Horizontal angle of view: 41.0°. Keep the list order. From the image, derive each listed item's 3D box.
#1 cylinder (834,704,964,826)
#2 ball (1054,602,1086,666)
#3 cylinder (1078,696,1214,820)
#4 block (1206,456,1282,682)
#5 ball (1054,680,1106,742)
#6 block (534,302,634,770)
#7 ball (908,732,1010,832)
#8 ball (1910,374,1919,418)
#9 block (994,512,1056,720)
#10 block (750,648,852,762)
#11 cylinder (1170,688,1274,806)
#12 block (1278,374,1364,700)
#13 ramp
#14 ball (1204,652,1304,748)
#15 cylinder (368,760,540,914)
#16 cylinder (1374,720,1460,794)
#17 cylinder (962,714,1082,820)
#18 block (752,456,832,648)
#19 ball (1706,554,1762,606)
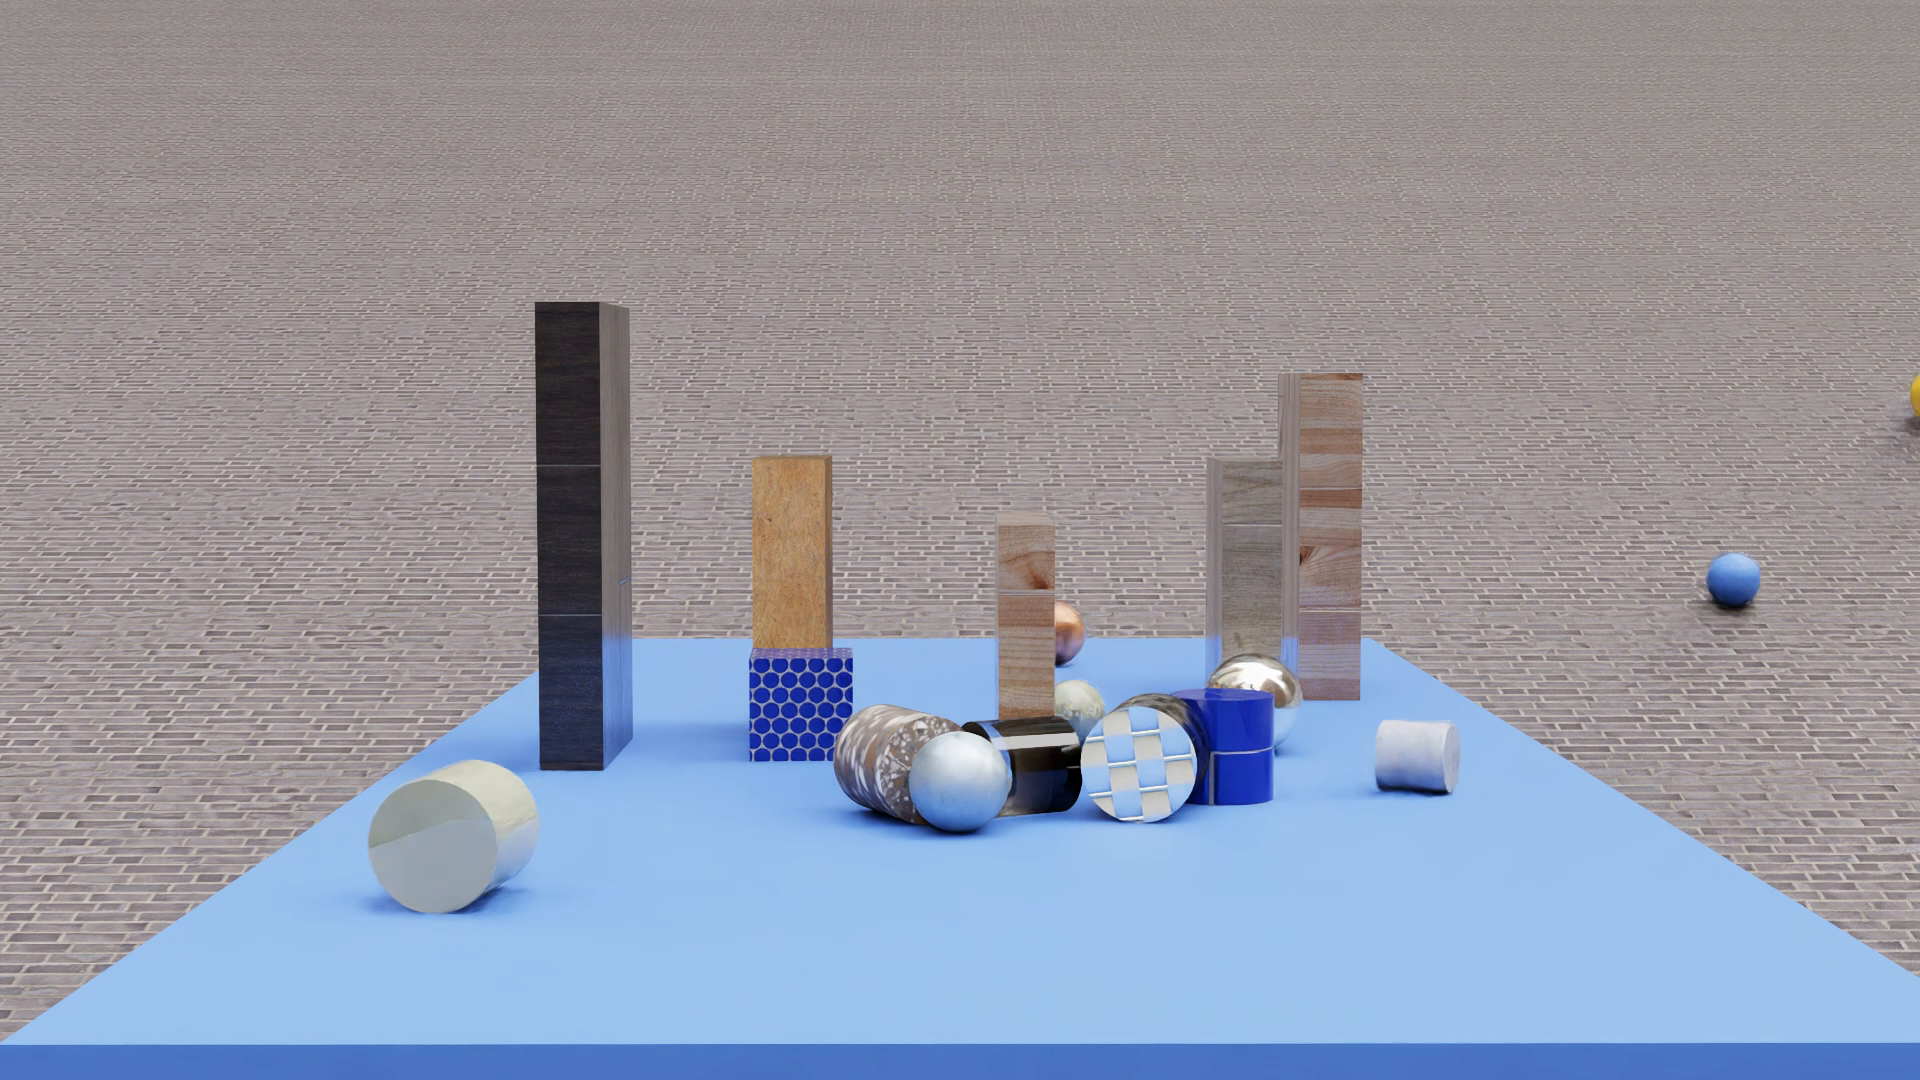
[{"bbox_3d":[-0.083,0.335,3.852,0.162,0.162,0.162,-11,8,-27],"label":"cylinder"},{"bbox_3d":[0.216,0.215,5.910,0.148,0.148,0.148,0,20,0],"label":"ball"},{"bbox_3d":[0.282,0.327,3.877,0.174,0.174,0.174,6,1,15],"label":"cylinder"},{"bbox_3d":[0.522,0.105,4.746,0.107,0.510,0.299,0,4,0],"label":"block"},{"bbox_3d":[0.203,0.310,4.613,0.117,0.117,0.117,0,20,0],"label":"ball"},{"bbox_3d":[-0.653,-0.016,4.485,0.107,0.785,0.396,0,4,0],"label":"block"},{"bbox_3d":[-0.002,0.350,3.722,0.146,0.146,0.146,0,20,0],"label":"ball"},{"bbox_3d":[3.252,-0.477,8.511,0.199,0.199,0.199,0,20,0],"label":"ball"},{"bbox_3d":[0.102,0.181,4.146,0.087,0.432,0.380,0,4,0],"label":"block"},{"bbox_3d":[-0.277,0.287,4.503,0.178,0.178,0.178,0,4,-3],"label":"block"},{"bbox_3d":[0.410,0.323,4.027,0.163,0.163,0.163,0,4,0],"label":"cylinder"},{"bbox_3d":[0.755,-0.016,5.418,0.126,0.668,0.370,0,4,0],"label":"block"},{"bbox_3d":[0.047,0.424,4.534,2.000,0.100,4.000,0,4,0],"label":"ramp"},{"bbox_3d":[0.515,0.286,4.519,0.176,0.176,0.176,0,20,0],"label":"ball"},{"bbox_3d":[-0.634,0.372,3.229,0.166,0.166,0.166,3,4,8],"label":"cylinder"},{"bbox_3d":[0.728,0.344,4.090,0.111,0.111,0.111,2,19,24],"label":"cylinder"},{"bbox_3d":[0.085,0.342,3.866,0.147,0.147,0.147,-6,20,-29],"label":"cylinder"},{"bbox_3d":[-0.307,0.104,4.748,0.131,0.513,0.270,0,4,0],"label":"block"},{"bbox_3d":[2.105,0.108,6.987,0.143,0.143,0.143,0,20,0],"label":"ball"}]
